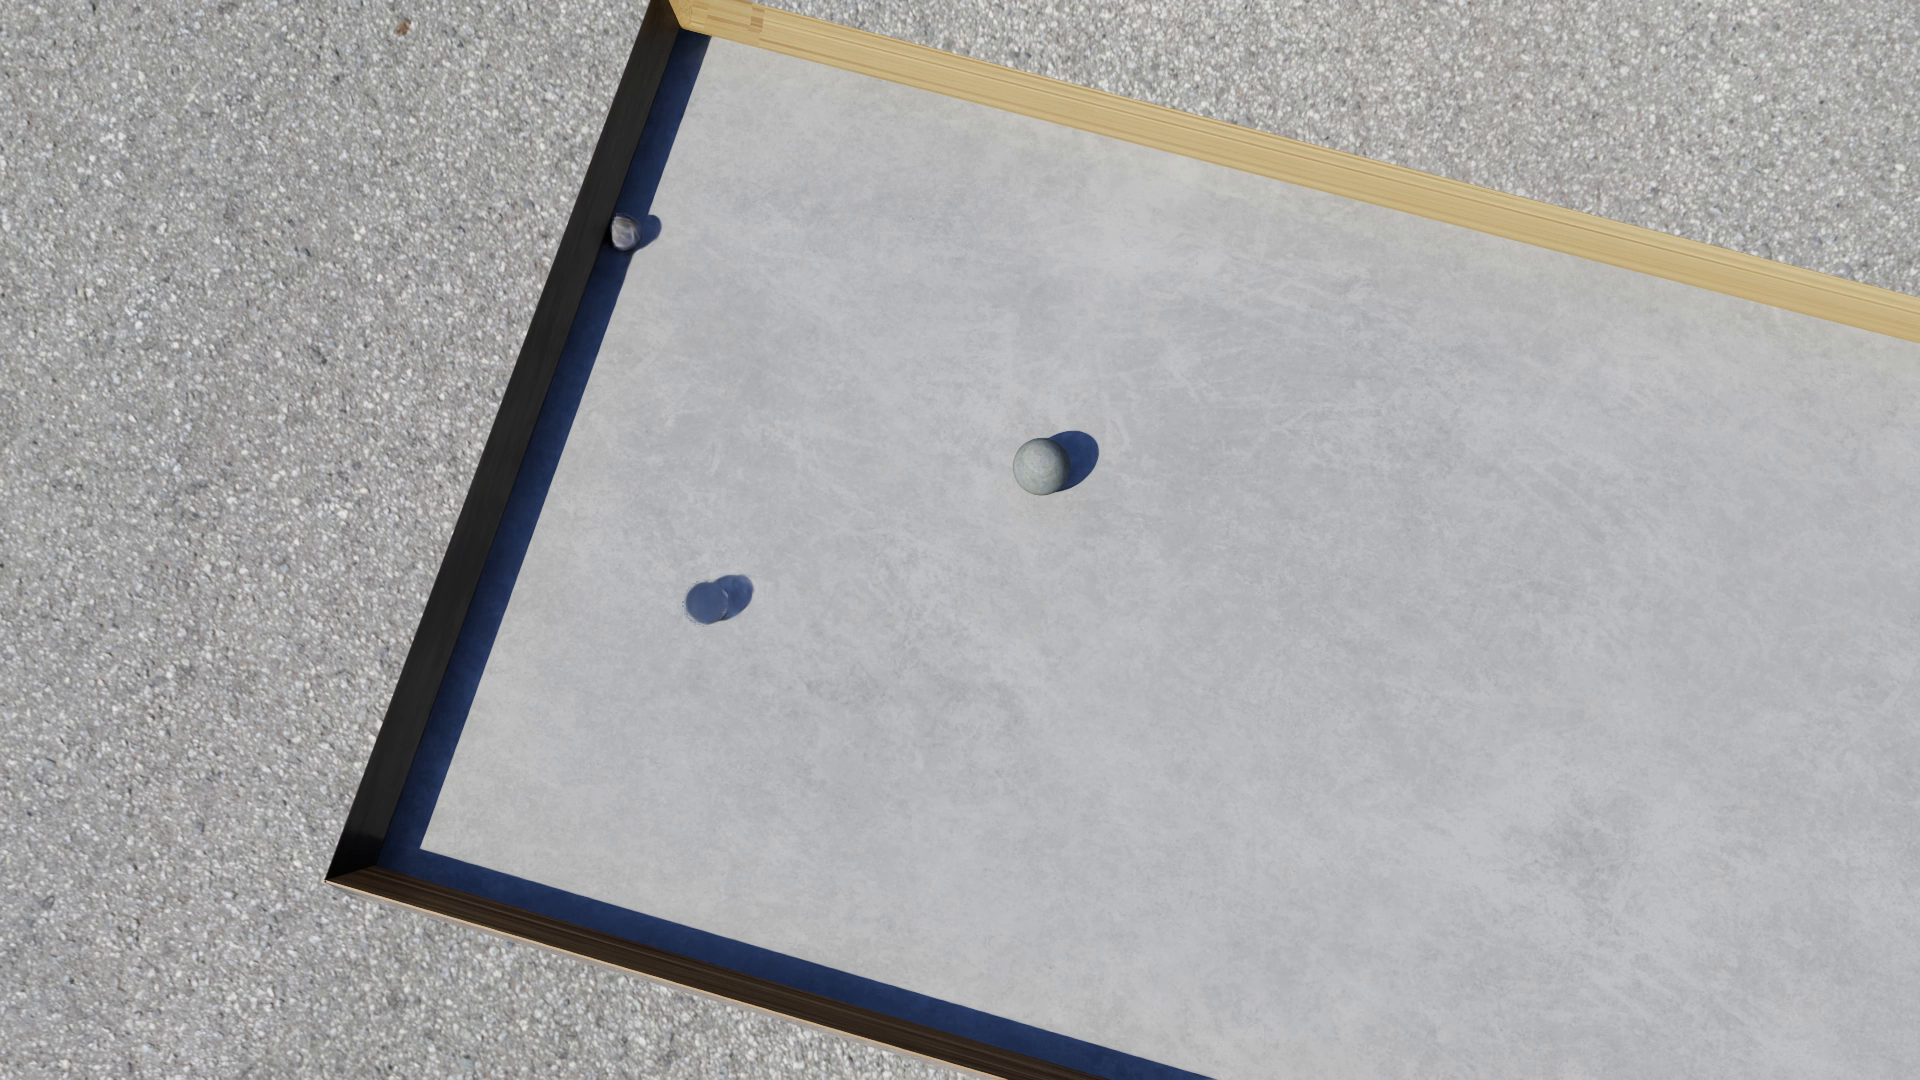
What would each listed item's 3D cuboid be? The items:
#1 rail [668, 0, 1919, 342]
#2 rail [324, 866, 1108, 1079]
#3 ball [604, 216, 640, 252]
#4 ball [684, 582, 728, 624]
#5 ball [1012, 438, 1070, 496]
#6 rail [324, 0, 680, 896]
[{"bbox_3d":[0.905,-0.497,3.517,2.920,0.117,0.045,15,73,5],"label":"rail"},{"bbox_3d":[0.499,0.866,3.092,2.920,0.117,0.045,15,73,5],"label":"rail"},{"bbox_3d":[-0.545,-0.495,3.549,0.058,0.058,0.058,0,73,0],"label":"ball"},{"bbox_3d":[-0.387,0.096,3.360,0.066,0.066,0.066,0,73,0],"label":"ball"},{"bbox_3d":[0.127,-0.114,3.413,0.090,0.090,0.090,0,73,0],"label":"ball"},{"bbox_3d":[-0.679,-0.191,3.422,0.045,0.117,1.532,15,73,5],"label":"rail"}]
